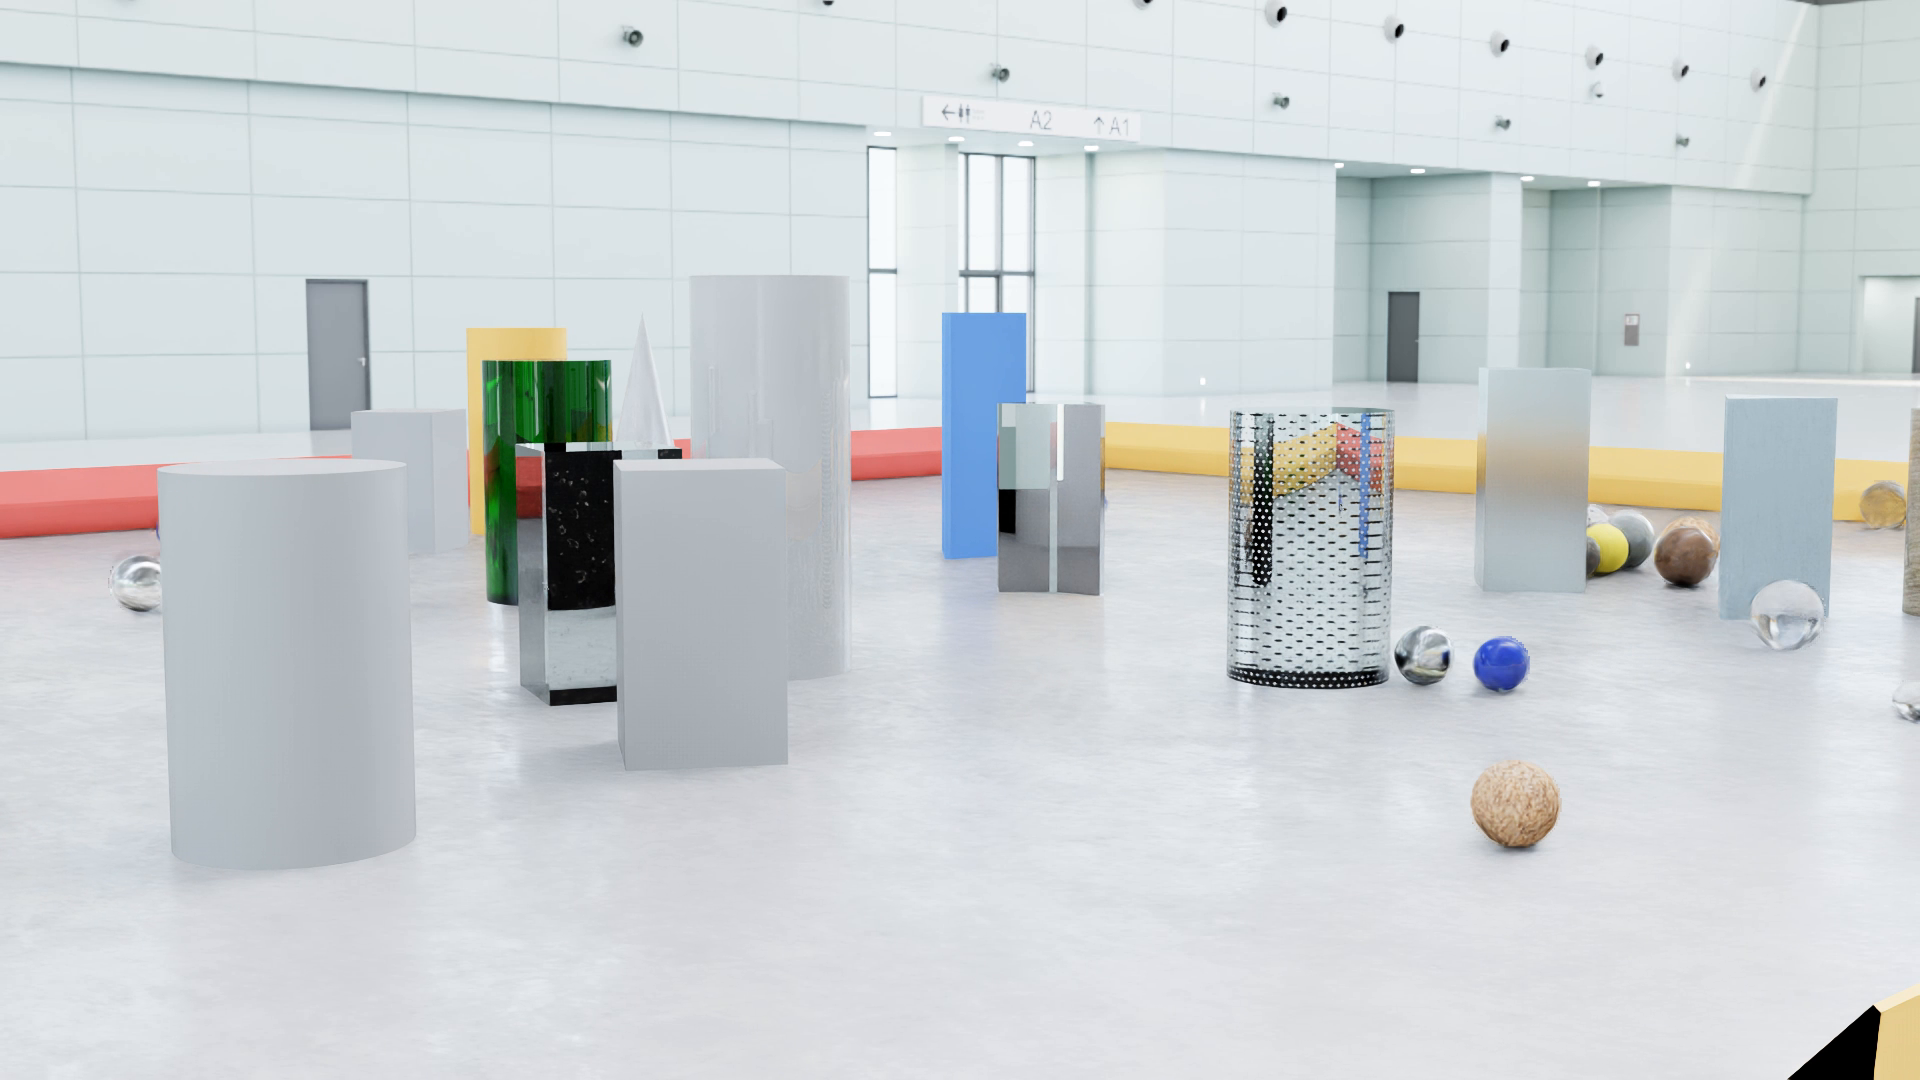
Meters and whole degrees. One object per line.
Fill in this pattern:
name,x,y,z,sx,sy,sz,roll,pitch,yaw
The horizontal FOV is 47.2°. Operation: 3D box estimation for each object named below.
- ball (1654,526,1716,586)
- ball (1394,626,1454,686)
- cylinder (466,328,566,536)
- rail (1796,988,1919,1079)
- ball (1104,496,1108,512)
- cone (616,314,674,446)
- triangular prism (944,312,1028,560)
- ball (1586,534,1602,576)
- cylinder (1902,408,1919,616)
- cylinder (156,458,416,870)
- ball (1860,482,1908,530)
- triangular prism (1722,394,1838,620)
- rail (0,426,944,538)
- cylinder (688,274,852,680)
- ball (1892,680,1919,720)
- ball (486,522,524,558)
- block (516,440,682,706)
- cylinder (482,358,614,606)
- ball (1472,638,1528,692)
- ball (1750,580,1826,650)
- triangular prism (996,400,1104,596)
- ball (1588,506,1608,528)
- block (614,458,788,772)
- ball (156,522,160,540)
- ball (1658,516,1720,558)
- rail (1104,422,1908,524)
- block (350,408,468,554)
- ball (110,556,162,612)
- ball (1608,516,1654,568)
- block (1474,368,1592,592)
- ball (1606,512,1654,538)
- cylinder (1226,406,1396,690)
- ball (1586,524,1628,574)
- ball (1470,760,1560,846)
ball,1.175,0.026,3.563,0.096,0.096,0.096,0,6,0
ball,0.553,0.138,2.619,0.071,0.071,0.071,0,6,0
cylinder,-0.889,-0.222,4.431,0.198,0.410,0.198,0,6,0
rail,1.342,0.184,1.886,4.608,0.128,0.045,-5,8,-42
ball,0.301,-0.080,4.814,0.047,0.047,0.047,0,6,0
cone,-0.558,-0.183,3.890,0.198,0.444,0.198,0,6,0
triangular prism,0.010,-0.196,4.035,0.171,0.441,0.148,-4,7,-33
ball,1.030,0.026,3.665,0.075,0.075,0.075,0,6,0
cylinder,1.492,-0.040,3.218,0.198,0.301,0.198,0,6,0
cylinder,-0.560,0.096,1.837,0.198,0.316,0.198,0,6,0
ball,1.888,-0.071,4.487,0.098,0.098,0.098,0,6,0
triangular prism,1.168,-0.052,3.244,0.171,0.320,0.148,-1,6,-12
rail,-1.342,-0.118,4.778,4.608,0.128,0.045,-5,8,-42
cylinder,-0.233,-0.082,2.722,0.198,0.486,0.198,0,6,0
ball,1.041,0.175,2.401,0.042,0.042,0.042,0,6,0
ball,-0.818,0.001,3.956,0.065,0.065,0.065,0,6,0
block,-0.421,0.034,2.569,0.158,0.288,0.158,-3,6,-23
cylinder,-0.635,-0.094,3.399,0.198,0.369,0.198,0,6,0
ball,0.633,0.146,2.576,0.064,0.064,0.064,0,6,0
ball,1.085,0.099,2.886,0.093,0.093,0.093,0,6,0
triangular prism,0.161,-0.071,3.520,0.171,0.299,0.148,2,6,16
ball,1.129,-0.015,3.966,0.095,0.095,0.095,0,6,0
block,-0.263,0.069,2.210,0.158,0.292,0.158,-1,6,-11
ball,-1.448,-0.019,4.076,0.081,0.081,0.081,0,6,0
ball,1.229,0.010,3.708,0.099,0.099,0.099,0,6,0
rail,1.676,-0.127,4.870,0.045,0.128,4.005,-5,8,-42
block,-1.028,-0.113,4.116,0.158,0.259,0.158,1,6,10
ball,-1.213,0.064,3.258,0.084,0.084,0.084,0,6,0
ball,1.151,0.004,3.803,0.091,0.091,0.091,0,6,0
block,0.921,-0.100,3.549,0.158,0.352,0.158,1,6,8
ball,1.181,-0.005,3.889,0.091,0.091,0.091,0,6,0
cylinder,0.425,0.004,2.674,0.198,0.325,0.198,0,6,0
ball,1.089,0.015,3.727,0.085,0.085,0.085,0,6,0
ball,0.462,0.219,1.832,0.072,0.072,0.072,0,6,0
